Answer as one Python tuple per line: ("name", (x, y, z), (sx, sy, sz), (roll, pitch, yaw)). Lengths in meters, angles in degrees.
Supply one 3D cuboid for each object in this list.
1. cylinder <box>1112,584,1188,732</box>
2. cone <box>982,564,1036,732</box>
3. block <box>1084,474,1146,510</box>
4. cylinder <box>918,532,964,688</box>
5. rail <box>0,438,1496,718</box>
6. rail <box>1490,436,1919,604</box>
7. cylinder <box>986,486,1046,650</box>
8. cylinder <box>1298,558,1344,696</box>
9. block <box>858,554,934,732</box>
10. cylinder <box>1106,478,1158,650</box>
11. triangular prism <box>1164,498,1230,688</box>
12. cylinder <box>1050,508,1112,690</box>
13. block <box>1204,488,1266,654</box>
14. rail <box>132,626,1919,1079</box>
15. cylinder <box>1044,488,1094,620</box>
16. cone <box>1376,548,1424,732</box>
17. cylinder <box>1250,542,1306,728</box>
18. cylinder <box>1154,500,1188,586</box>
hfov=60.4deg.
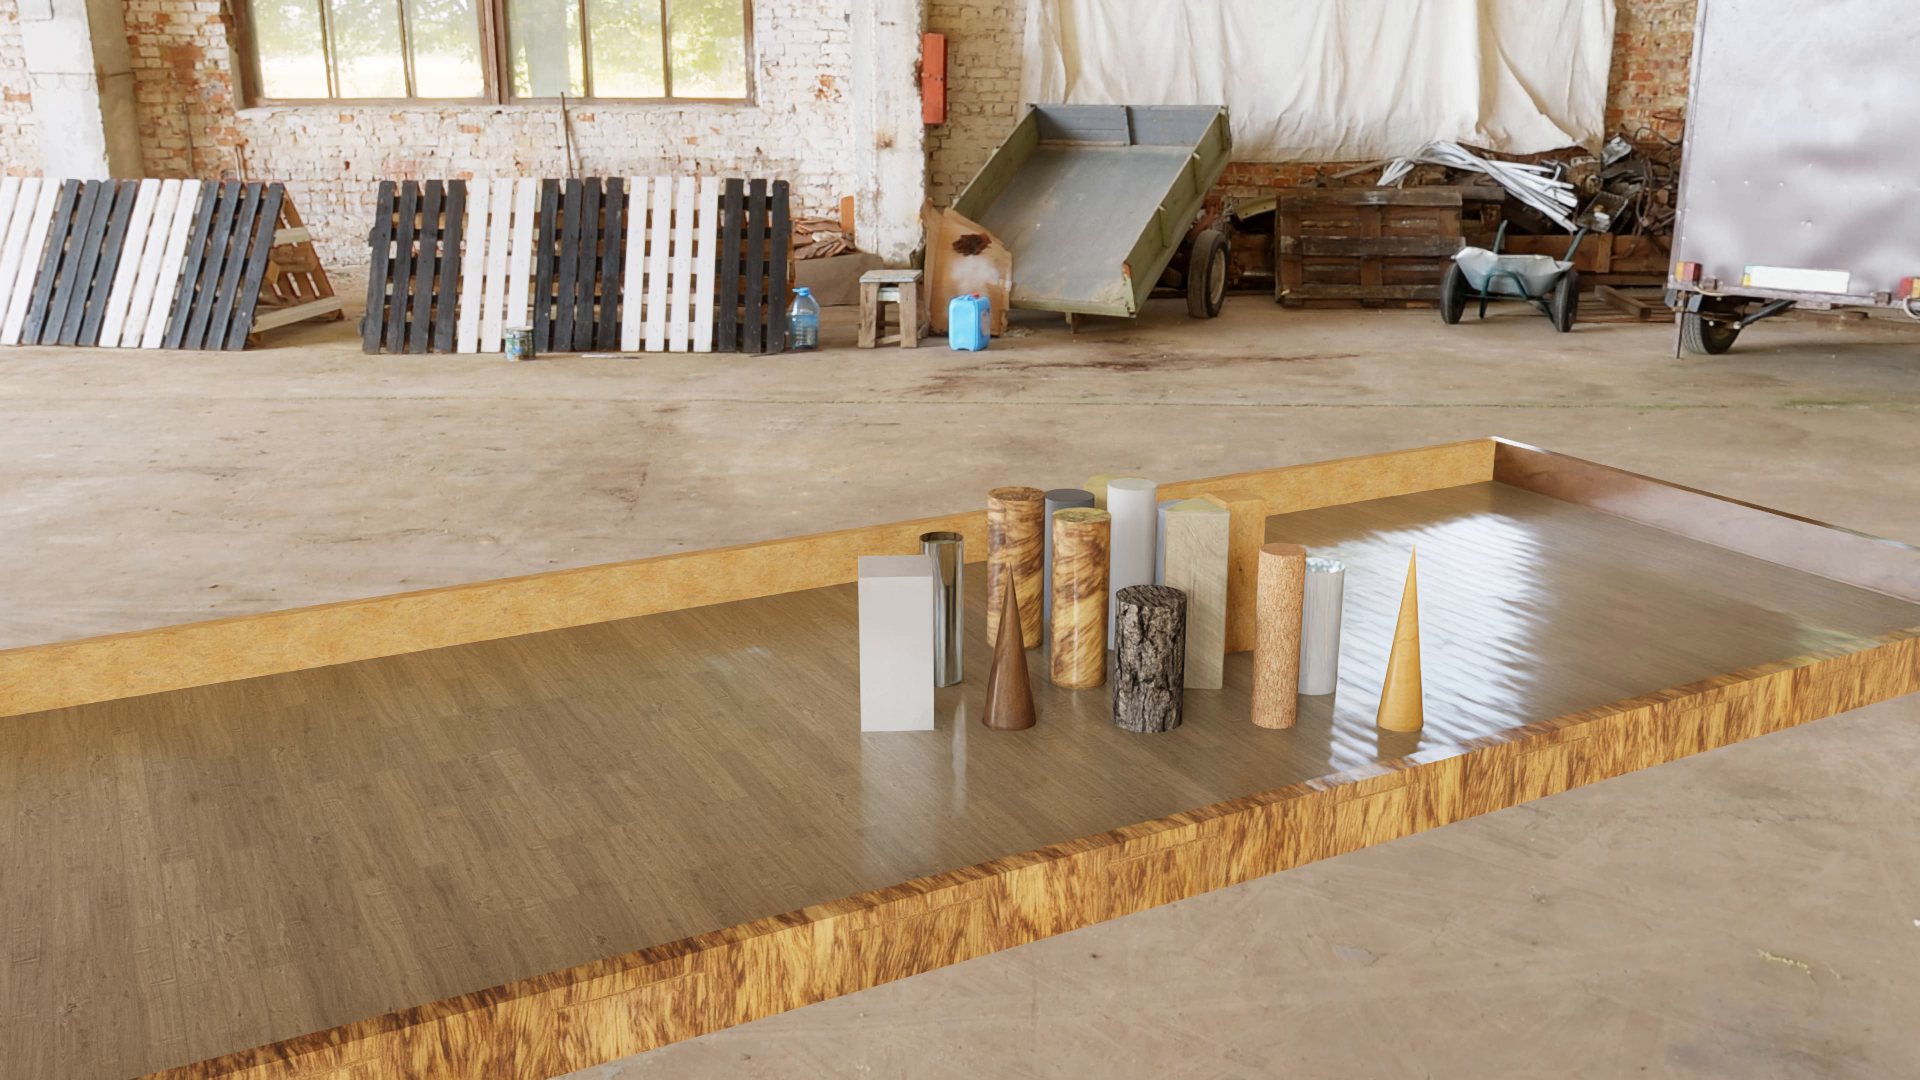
("cylinder", (0.444, 0.277, 3.866), (0.165, 0.309, 0.165), (0, 16, 0))
("cone", (0.116, 0.238, 3.846), (0.130, 0.395, 0.130), (0, 16, 0))
("block", (0.451, -0.017, 4.842), (0.152, 0.322, 0.152), (5, 17, 17))
("cylinder", (-0.046, 0.173, 4.107), (0.110, 0.372, 0.110), (0, 16, 0))
("rail", (-3.305, 0.497, 3.399), (12.000, 0.150, 0.050), (-9, 18, -27))
("rail", (2.466, -0.048, 5.253), (0.050, 0.150, 2.100), (-9, 18, -27))
("cylinder", (0.148, 0.076, 4.370), (0.152, 0.410, 0.152), (0, 16, 0))
("cylinder", (0.876, 0.213, 4.073), (0.126, 0.315, 0.126), (0, 16, 0))
("block", (-0.151, 0.240, 3.871), (0.169, 0.376, 0.169), (-1, 16, -3))
("cylinder", (0.448, 0.066, 4.347), (0.129, 0.441, 0.129), (0, 16, 0))
("triangular prism", (0.581, 0.131, 4.104), (0.153, 0.455, 0.133), (1, 16, 5))
("cylinder", (0.299, 0.145, 4.102), (0.144, 0.429, 0.144), (0, 16, 0))
("block", (0.717, 0.081, 4.347), (0.116, 0.412, 0.116), (-6, 17, -18))
("rail", (-2.336, 1.006, 1.665), (12.000, 0.150, 0.050), (-9, 18, -27))
("cylinder", (0.299, 0.042, 4.598), (0.145, 0.345, 0.145), (0, 16, 0))
("cone", (1.037, 0.216, 3.825), (0.109, 0.448, 0.109), (0, 16, 0))
("cylinder", (0.742, 0.224, 3.846), (0.106, 0.422, 0.106), (0, 16, 0))
("cylinder", (0.608, 0.058, 4.594), (0.130, 0.318, 0.130), (0, 16, 0))
